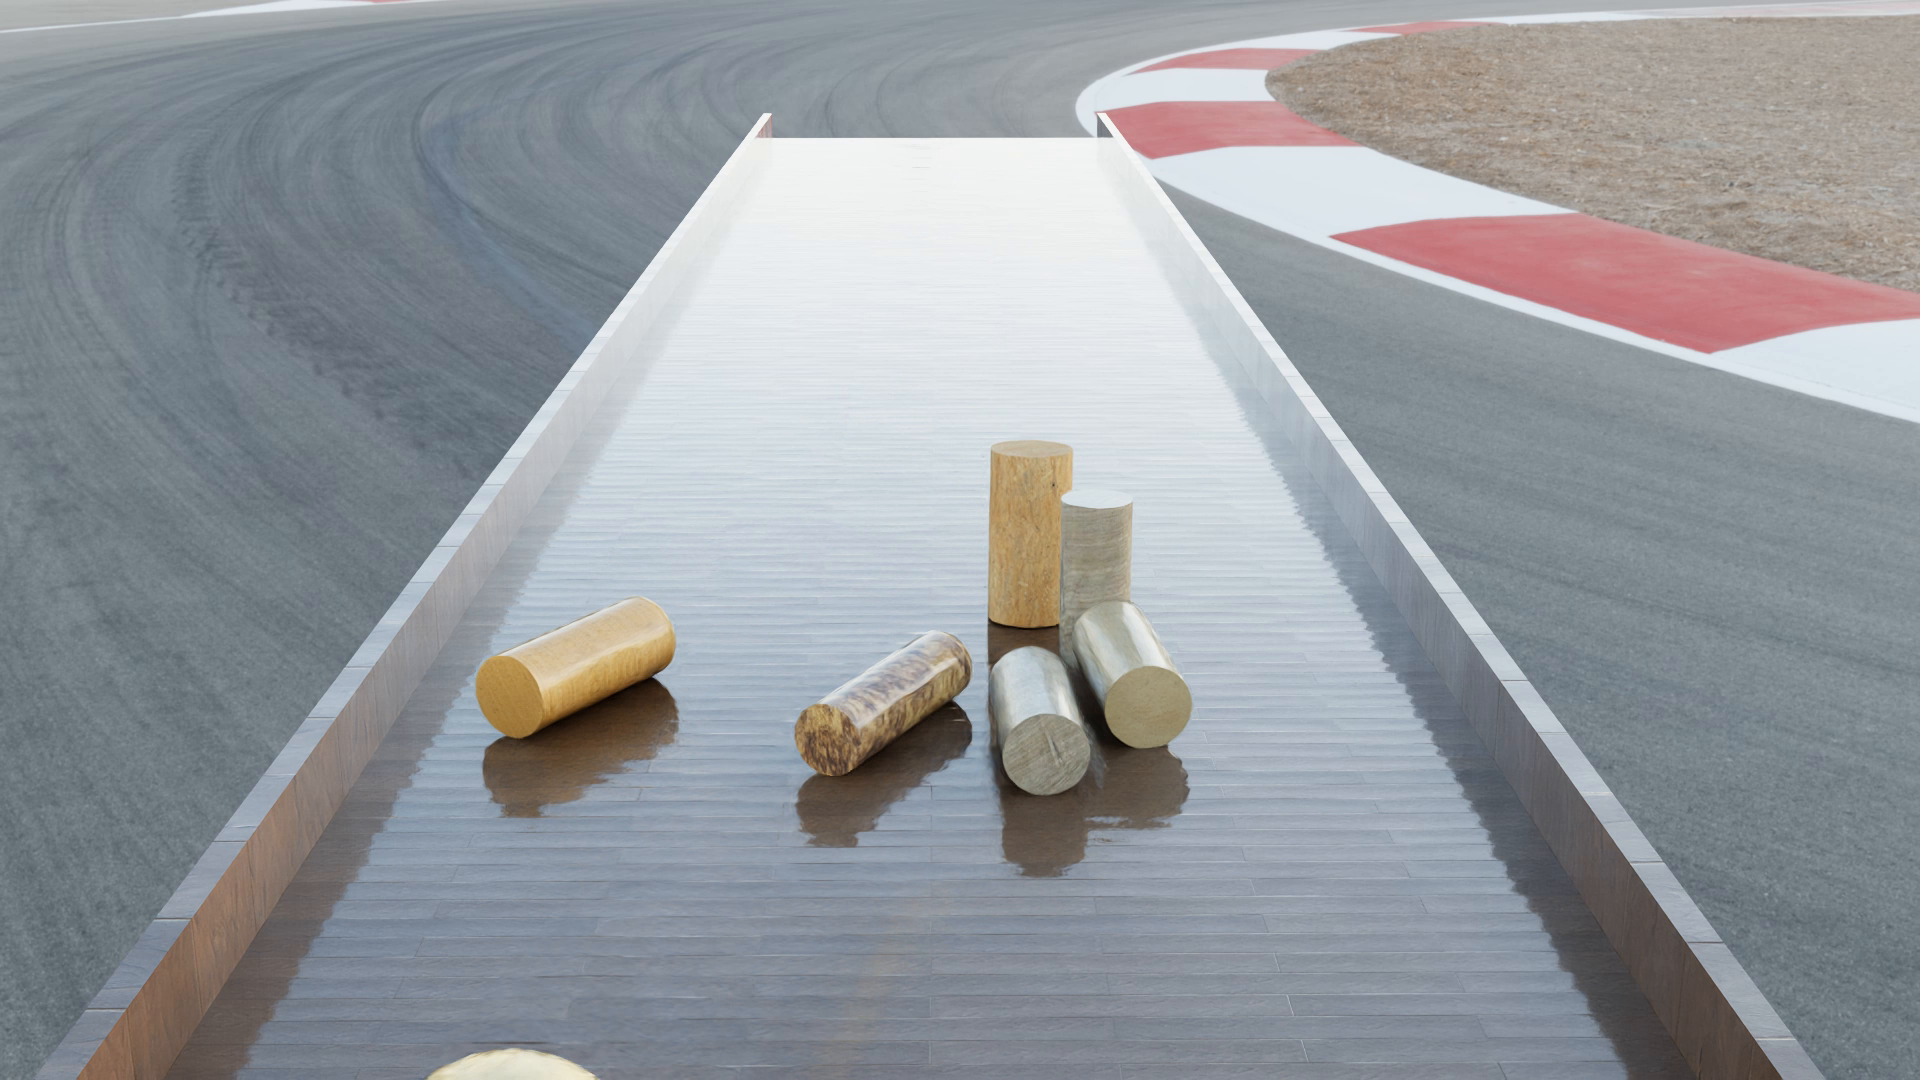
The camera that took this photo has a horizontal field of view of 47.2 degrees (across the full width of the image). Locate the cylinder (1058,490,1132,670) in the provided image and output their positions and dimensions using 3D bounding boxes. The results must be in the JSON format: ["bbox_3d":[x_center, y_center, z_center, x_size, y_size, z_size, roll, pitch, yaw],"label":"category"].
[{"bbox_3d":[0.269,0.080,4.370,0.141,0.336,0.141,0,17,0],"label":"cylinder"}]

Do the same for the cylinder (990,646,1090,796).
[{"bbox_3d":[0.137,0.316,3.902,0.150,0.150,0.343,-1,17,-3],"label":"cylinder"}]

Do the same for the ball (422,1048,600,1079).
[{"bbox_3d":[-0.483,0.698,2.344,0.305,0.305,0.305,0,17,0],"label":"ball"}]

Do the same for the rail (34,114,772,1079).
[{"bbox_3d":[-1.118,-0.838,7.780,0.050,0.150,12.000,0,17,-1],"label":"rail"}]

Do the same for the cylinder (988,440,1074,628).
[{"bbox_3d":[0.147,-0.015,4.627,0.173,0.363,0.173,1,14,0],"label":"cylinder"}]

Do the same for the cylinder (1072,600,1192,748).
[{"bbox_3d":[0.317,0.247,4.120,0.159,0.159,0.378,-2,17,-6],"label":"cylinder"}]

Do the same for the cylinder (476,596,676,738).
[{"bbox_3d":[-0.720,0.236,4.153,0.158,0.158,0.394,9,19,29],"label":"cylinder"}]

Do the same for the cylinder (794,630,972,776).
[{"bbox_3d":[-0.133,0.292,4.011,0.133,0.133,0.438,8,18,25],"label":"cylinder"}]

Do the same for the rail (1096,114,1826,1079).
[{"bbox_3d":[0.932,-0.844,7.801,0.050,0.150,12.000,0,17,-1],"label":"rail"}]
